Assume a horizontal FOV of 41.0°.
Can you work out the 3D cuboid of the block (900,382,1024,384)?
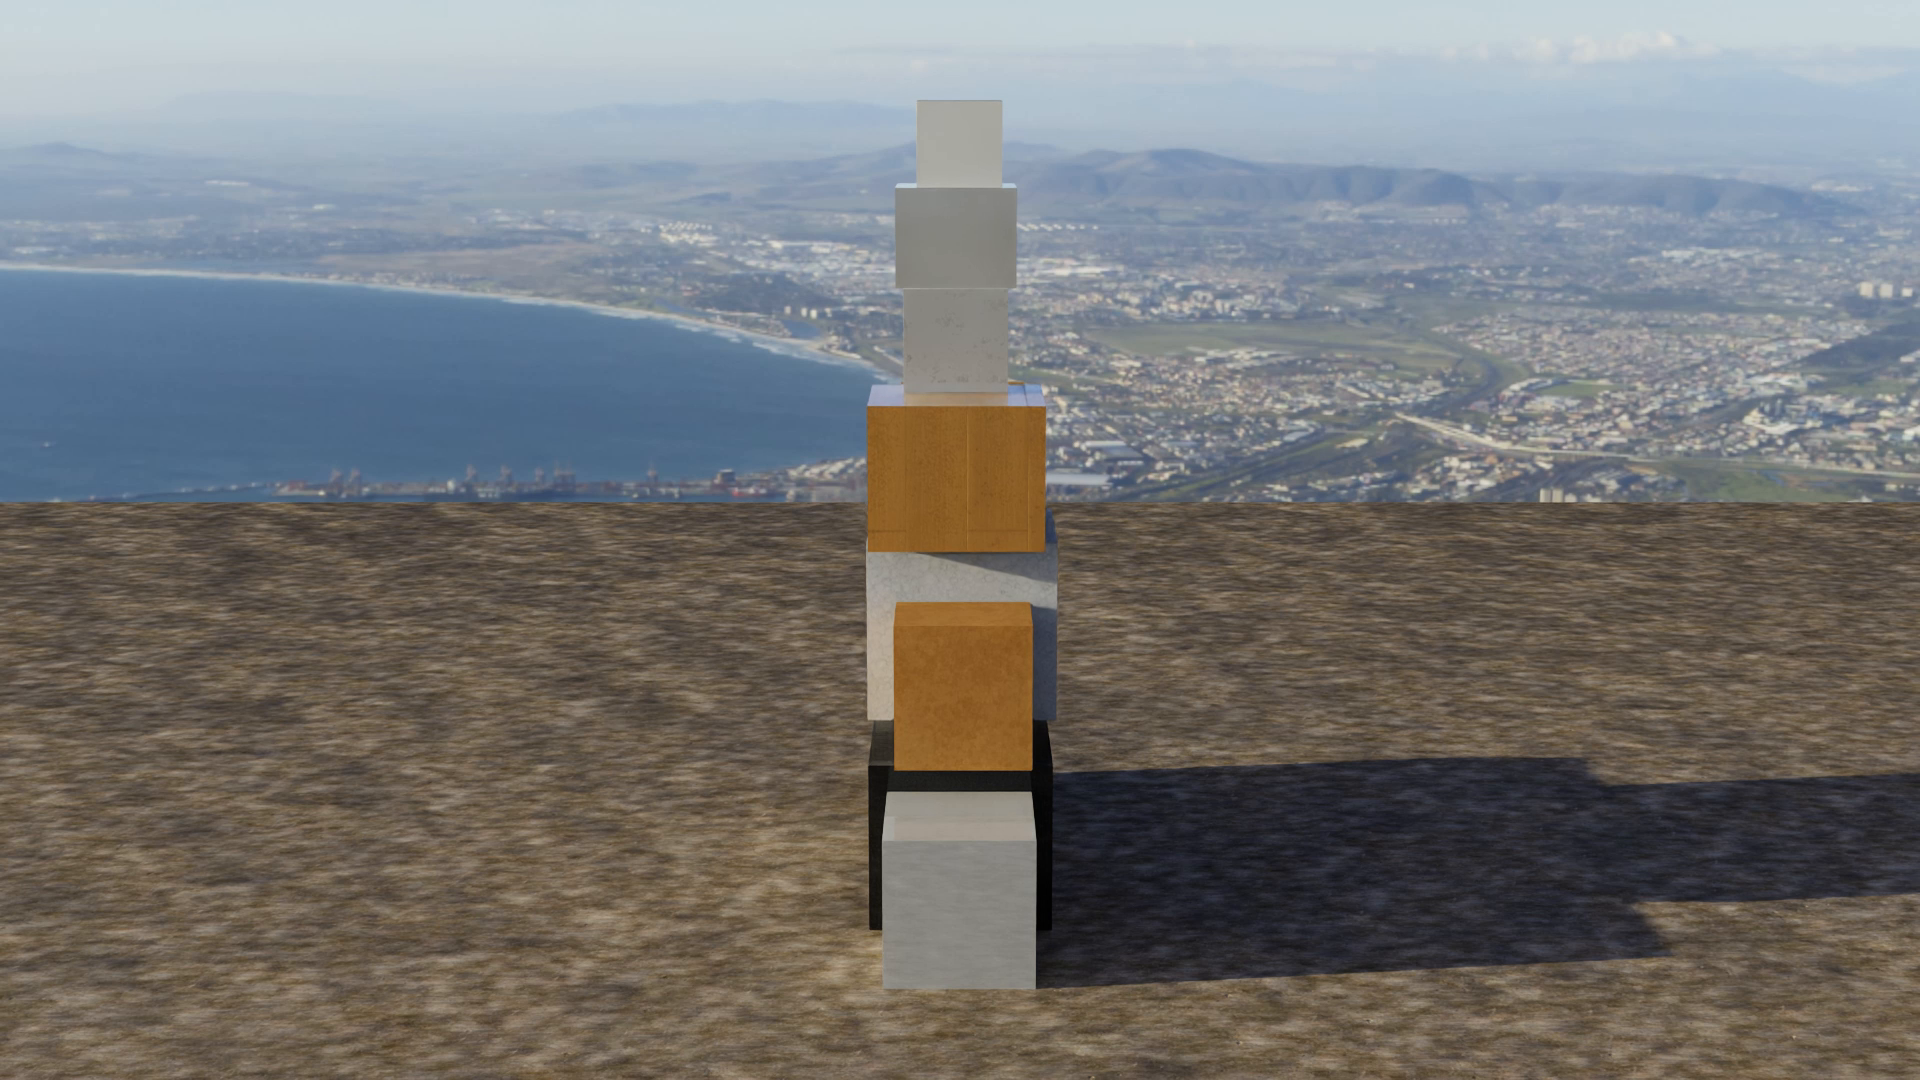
[{"bbox_3d":[0.012,-0.400,11.426,0.557,0.545,0.545,0,11,0],"label":"block"}]

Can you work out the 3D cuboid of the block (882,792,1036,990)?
[{"bbox_3d":[-0.003,1.389,10.252,0.594,0.598,0.688,0,10,0],"label":"block"}]

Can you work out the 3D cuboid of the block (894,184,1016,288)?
[{"bbox_3d":[-0.017,-1.298,10.926,0.507,0.418,0.469,0,10,0],"label":"block"}]

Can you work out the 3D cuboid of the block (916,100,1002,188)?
[{"bbox_3d":[-0.003,-1.679,10.859,0.358,0.355,0.404,0,10,0],"label":"block"}]

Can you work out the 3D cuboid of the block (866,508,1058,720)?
[{"bbox_3d":[0.009,0.313,11.218,0.803,0.773,0.771,0,11,0],"label":"block"}]

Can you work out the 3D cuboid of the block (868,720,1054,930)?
[{"bbox_3d":[0.002,1.196,11.011,0.758,0.706,0.854,0,10,0],"label":"block"}]

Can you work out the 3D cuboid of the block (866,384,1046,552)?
[{"bbox_3d":[-0.014,-0.311,10.824,0.729,0.604,0.651,0,11,0],"label":"block"}]

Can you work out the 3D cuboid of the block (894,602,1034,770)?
[{"bbox_3d":[0.013,0.600,10.633,0.563,0.602,0.475,0,10,0],"label":"block"}]

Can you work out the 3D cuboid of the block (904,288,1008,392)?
[{"bbox_3d":[-0.018,-0.877,10.999,0.438,0.436,0.489,0,10,0],"label":"block"}]
